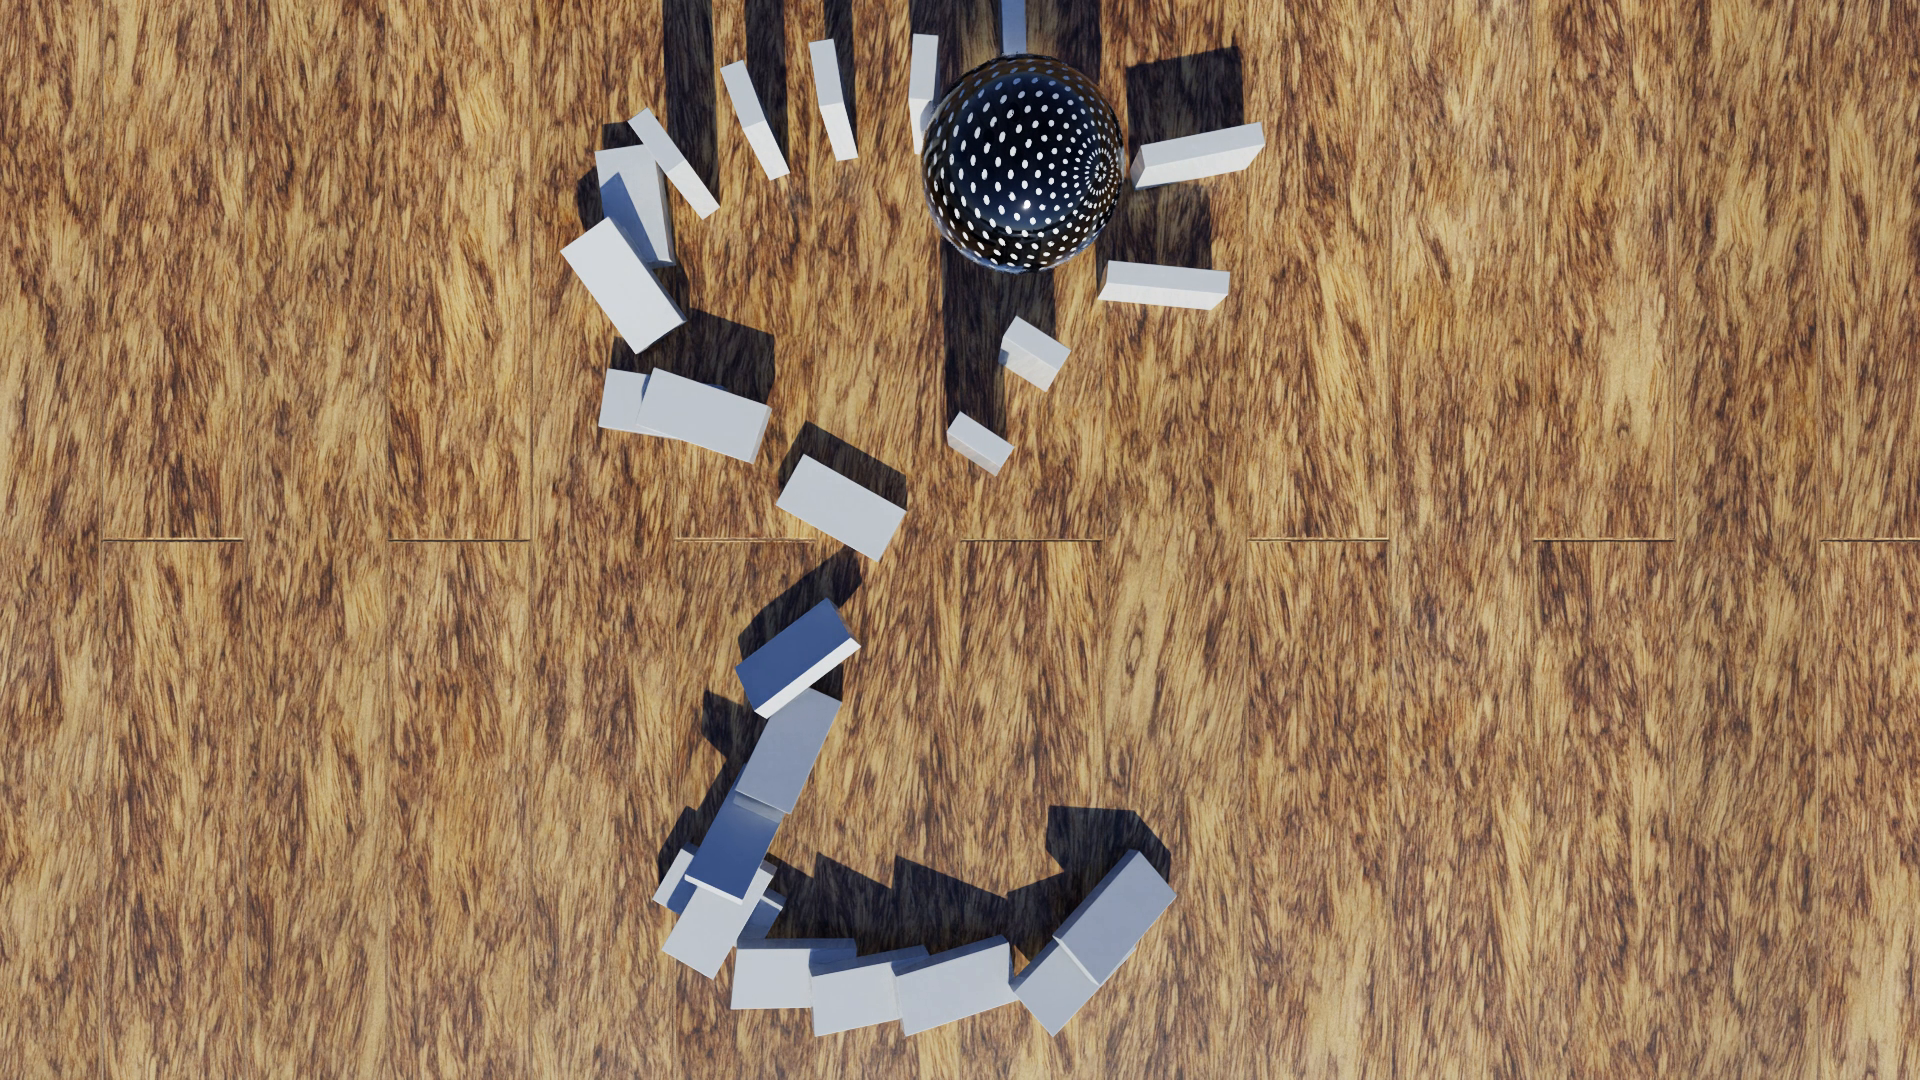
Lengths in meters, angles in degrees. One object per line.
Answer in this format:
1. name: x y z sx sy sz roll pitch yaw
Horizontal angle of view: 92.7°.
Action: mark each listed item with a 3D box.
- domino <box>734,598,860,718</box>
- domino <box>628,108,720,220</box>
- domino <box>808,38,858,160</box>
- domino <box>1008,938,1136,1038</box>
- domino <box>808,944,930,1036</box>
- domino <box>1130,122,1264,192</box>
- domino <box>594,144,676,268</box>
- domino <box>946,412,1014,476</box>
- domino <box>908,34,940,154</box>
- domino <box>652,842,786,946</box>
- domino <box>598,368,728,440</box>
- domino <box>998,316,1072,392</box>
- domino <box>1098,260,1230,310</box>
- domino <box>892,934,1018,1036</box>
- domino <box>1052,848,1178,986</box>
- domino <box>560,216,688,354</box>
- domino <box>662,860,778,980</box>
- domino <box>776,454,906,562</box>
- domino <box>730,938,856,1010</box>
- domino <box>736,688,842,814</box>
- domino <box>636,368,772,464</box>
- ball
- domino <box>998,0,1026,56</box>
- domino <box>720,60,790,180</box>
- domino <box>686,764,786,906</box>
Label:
1. domino: -0.069 0.050 0.389 0.050 0.010 0.025 -37 53 0
2. domino: -0.116 -0.153 0.375 0.009 0.050 0.025 -36 90 0
3. domino: -0.051 -0.179 0.375 0.009 0.050 0.025 -9 90 0
4. domino: 0.048 0.182 0.390 0.050 0.009 0.025 -42 90 -12
5. domino: -0.038 0.190 0.388 0.050 0.009 0.025 -3 91 -17
6. domino: 0.099 -0.162 0.388 0.050 0.025 0.010 -11 90 0
7. domino: -0.140 -0.143 0.395 0.025 0.010 0.050 -8 90 0
8. domino: 0.008 -0.039 0.375 0.025 0.050 0.009 33 90 0
9. domino: -0.014 -0.181 0.375 0.010 0.050 0.025 4 90 0
10. domino: -0.103 0.155 0.395 0.050 0.010 0.025 30 90 0
11. domino: -0.128 -0.057 0.395 0.050 0.010 0.025 9 90 0
12. domino: 0.030 -0.075 0.375 0.025 0.050 0.009 32 90 0
13. domino: 0.085 -0.108 0.388 0.050 0.025 0.009 5 90 0
14. domino: -0.002 0.188 0.388 0.050 0.010 0.025 -9 90 -17
15. domino: 0.066 0.158 0.387 0.050 0.010 0.025 -40 90 -20
16. domino: -0.142 -0.107 0.388 0.025 0.009 0.050 -32 104 6
17. domino: -0.101 0.155 0.386 0.025 0.010 0.050 30 90 0
18. domino: -0.051 -0.014 0.395 0.050 0.009 0.025 29 90 0
19. domino: -0.071 0.184 0.389 0.050 0.010 0.025 6 90 -14
20. domino: -0.072 0.087 0.388 0.025 0.010 0.050 24 73 0
21. domino: -0.108 -0.052 0.386 0.050 0.010 0.025 19 90 0
22. ball: 0.024 -0.146 0.360 0.080 0.080 0.080 0 90 0
23. domino: 0.022 -0.224 0.388 0.009 0.025 0.050 -2 90 0
24. domino: -0.083 -0.170 0.375 0.009 0.050 0.025 -21 90 0
25. domino: -0.090 0.122 0.381 0.025 0.010 0.050 24 54 0
